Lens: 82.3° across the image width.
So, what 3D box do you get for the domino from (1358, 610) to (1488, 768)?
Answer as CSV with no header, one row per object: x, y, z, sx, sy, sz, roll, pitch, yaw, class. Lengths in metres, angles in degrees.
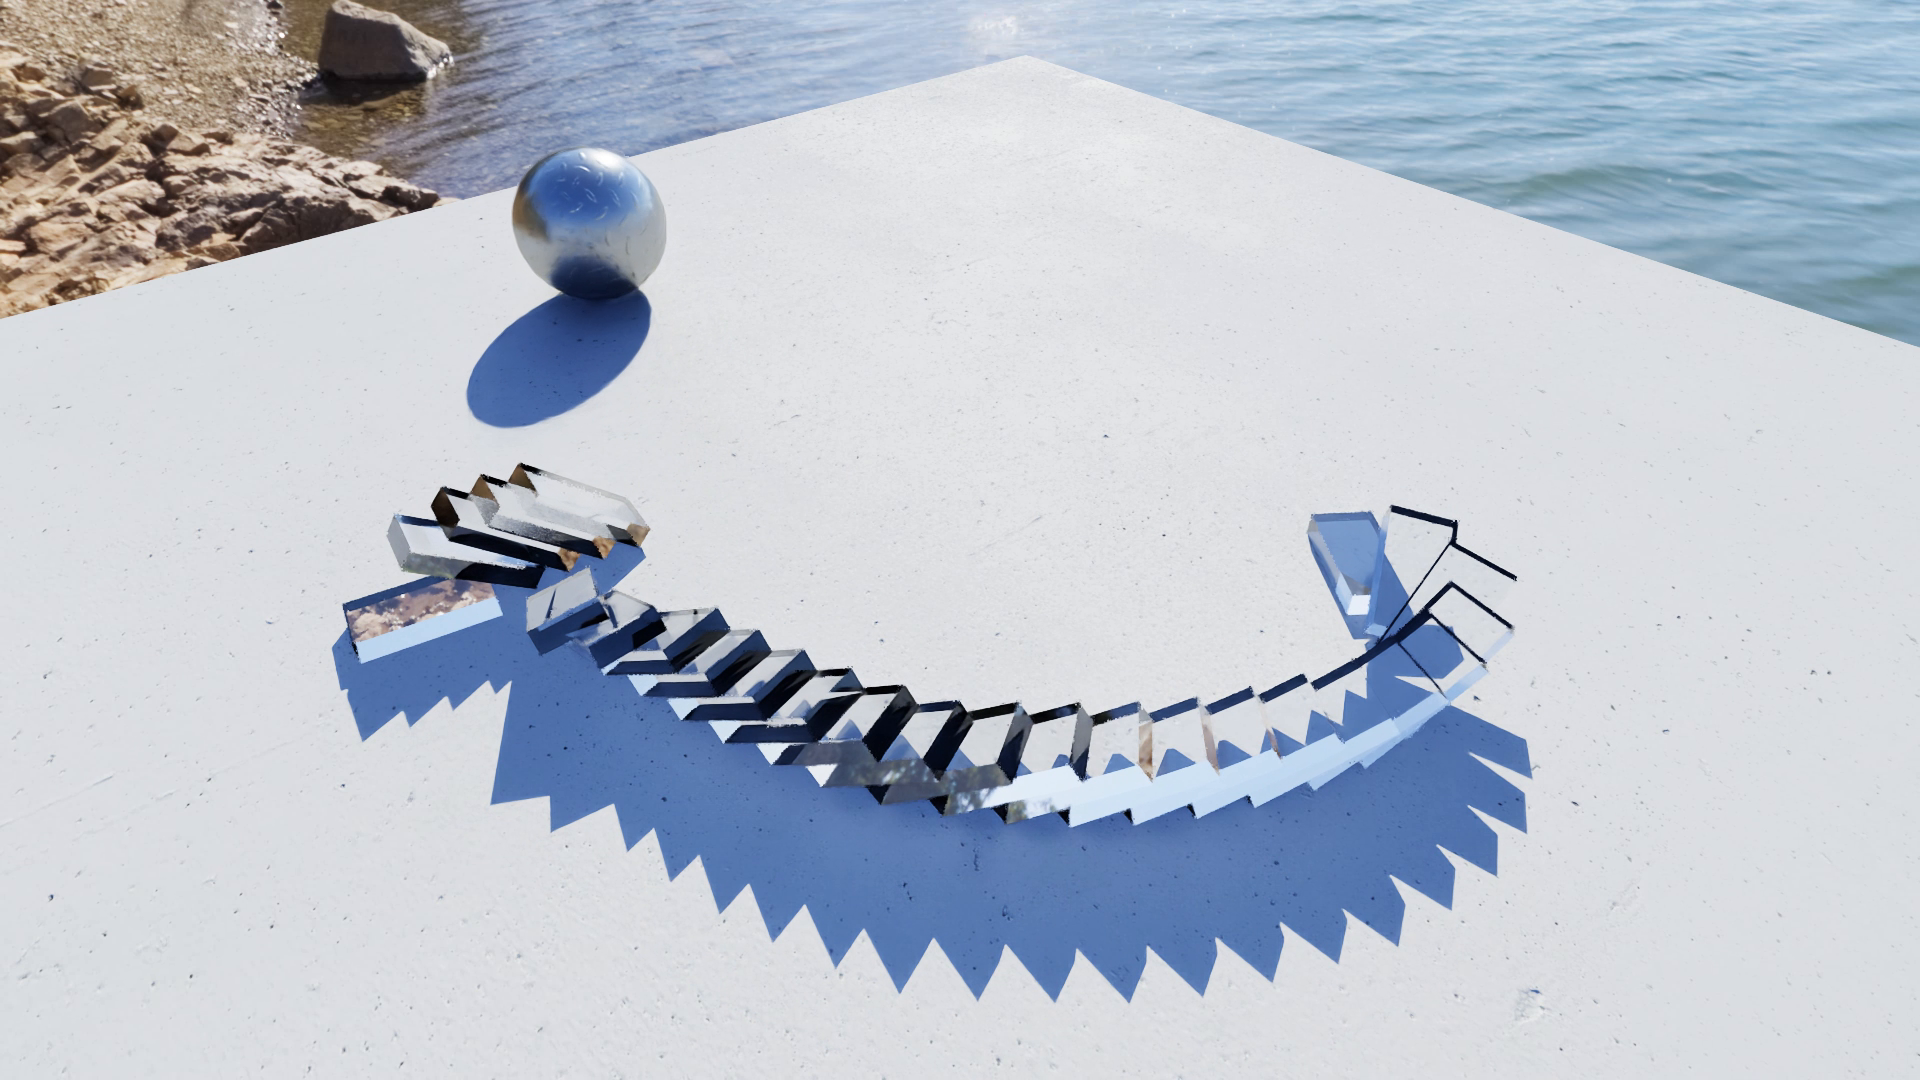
0.144,0.049,0.362,0.050,0.009,0.025,-40,47,5,domino

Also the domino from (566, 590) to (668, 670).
-0.124,0.030,0.386,0.025,0.010,0.050,-33,21,-26,domino

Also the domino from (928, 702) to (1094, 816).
0.016,0.068,0.341,0.050,0.010,0.025,-20,31,28,domino

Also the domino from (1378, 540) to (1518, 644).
0.169,0.028,0.386,0.025,0.010,0.050,35,86,27,domino

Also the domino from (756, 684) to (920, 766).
-0.040,0.059,0.351,0.050,0.009,0.025,-11,28,41,domino

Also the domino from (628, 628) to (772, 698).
-0.089,0.042,0.373,0.050,0.009,0.025,-7,26,45,domino

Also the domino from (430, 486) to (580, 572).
-0.174,-0.004,0.424,0.050,0.009,0.025,22,16,-48,domino

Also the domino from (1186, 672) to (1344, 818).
0.091,0.064,0.345,0.050,0.010,0.025,-30,38,15,domino

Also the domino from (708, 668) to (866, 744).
-0.057,0.054,0.358,0.050,0.009,0.025,-10,26,43,domino

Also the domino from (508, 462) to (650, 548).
-0.150,-0.013,0.435,0.050,0.009,0.025,22,16,-48,domino

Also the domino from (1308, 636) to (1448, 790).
0.127,0.056,0.355,0.050,0.010,0.025,-37,43,8,domino

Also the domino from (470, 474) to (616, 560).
-0.162,-0.009,0.430,0.050,0.010,0.025,22,16,-48,domino

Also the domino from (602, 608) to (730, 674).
-0.104,0.035,0.381,0.050,0.009,0.025,-7,26,45,domino

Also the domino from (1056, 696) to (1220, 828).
0.054,0.069,0.340,0.050,0.009,0.025,-24,34,22,domino

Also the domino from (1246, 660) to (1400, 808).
0.109,0.061,0.348,0.050,0.009,0.025,-32,39,13,domino

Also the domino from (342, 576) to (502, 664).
-0.201,0.026,0.412,0.050,0.010,0.025,-21,44,-23,domino

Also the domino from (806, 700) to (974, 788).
-0.022,0.064,0.345,0.050,0.010,0.025,-13,29,39,domino

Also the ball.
-0.200,-0.171,0.596,0.080,0.080,0.080,0,39,0,ball

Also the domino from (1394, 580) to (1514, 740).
0.159,0.040,0.372,0.050,0.010,0.025,-45,52,1,domino

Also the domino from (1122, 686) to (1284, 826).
0.072,0.067,0.342,0.050,0.009,0.025,-27,36,18,domino

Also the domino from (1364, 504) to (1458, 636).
0.168,0.014,0.409,0.025,0.009,0.050,15,66,7,domino

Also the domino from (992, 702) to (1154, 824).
0.035,0.069,0.340,0.050,0.009,0.025,-22,32,25,domino

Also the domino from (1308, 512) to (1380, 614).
0.158,0.008,0.433,0.025,0.010,0.050,-2,39,-3,domino

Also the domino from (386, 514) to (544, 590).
-0.187,0.005,0.416,0.050,0.010,0.025,13,23,-46,domino

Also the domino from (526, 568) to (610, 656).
-0.141,0.025,0.393,0.025,0.009,0.050,-28,19,-14,domino

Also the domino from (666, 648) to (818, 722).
-0.073,0.048,0.365,0.050,0.009,0.025,-9,26,44,domino

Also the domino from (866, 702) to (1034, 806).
-0.004,0.067,0.342,0.050,0.009,0.025,-17,29,32,domino
